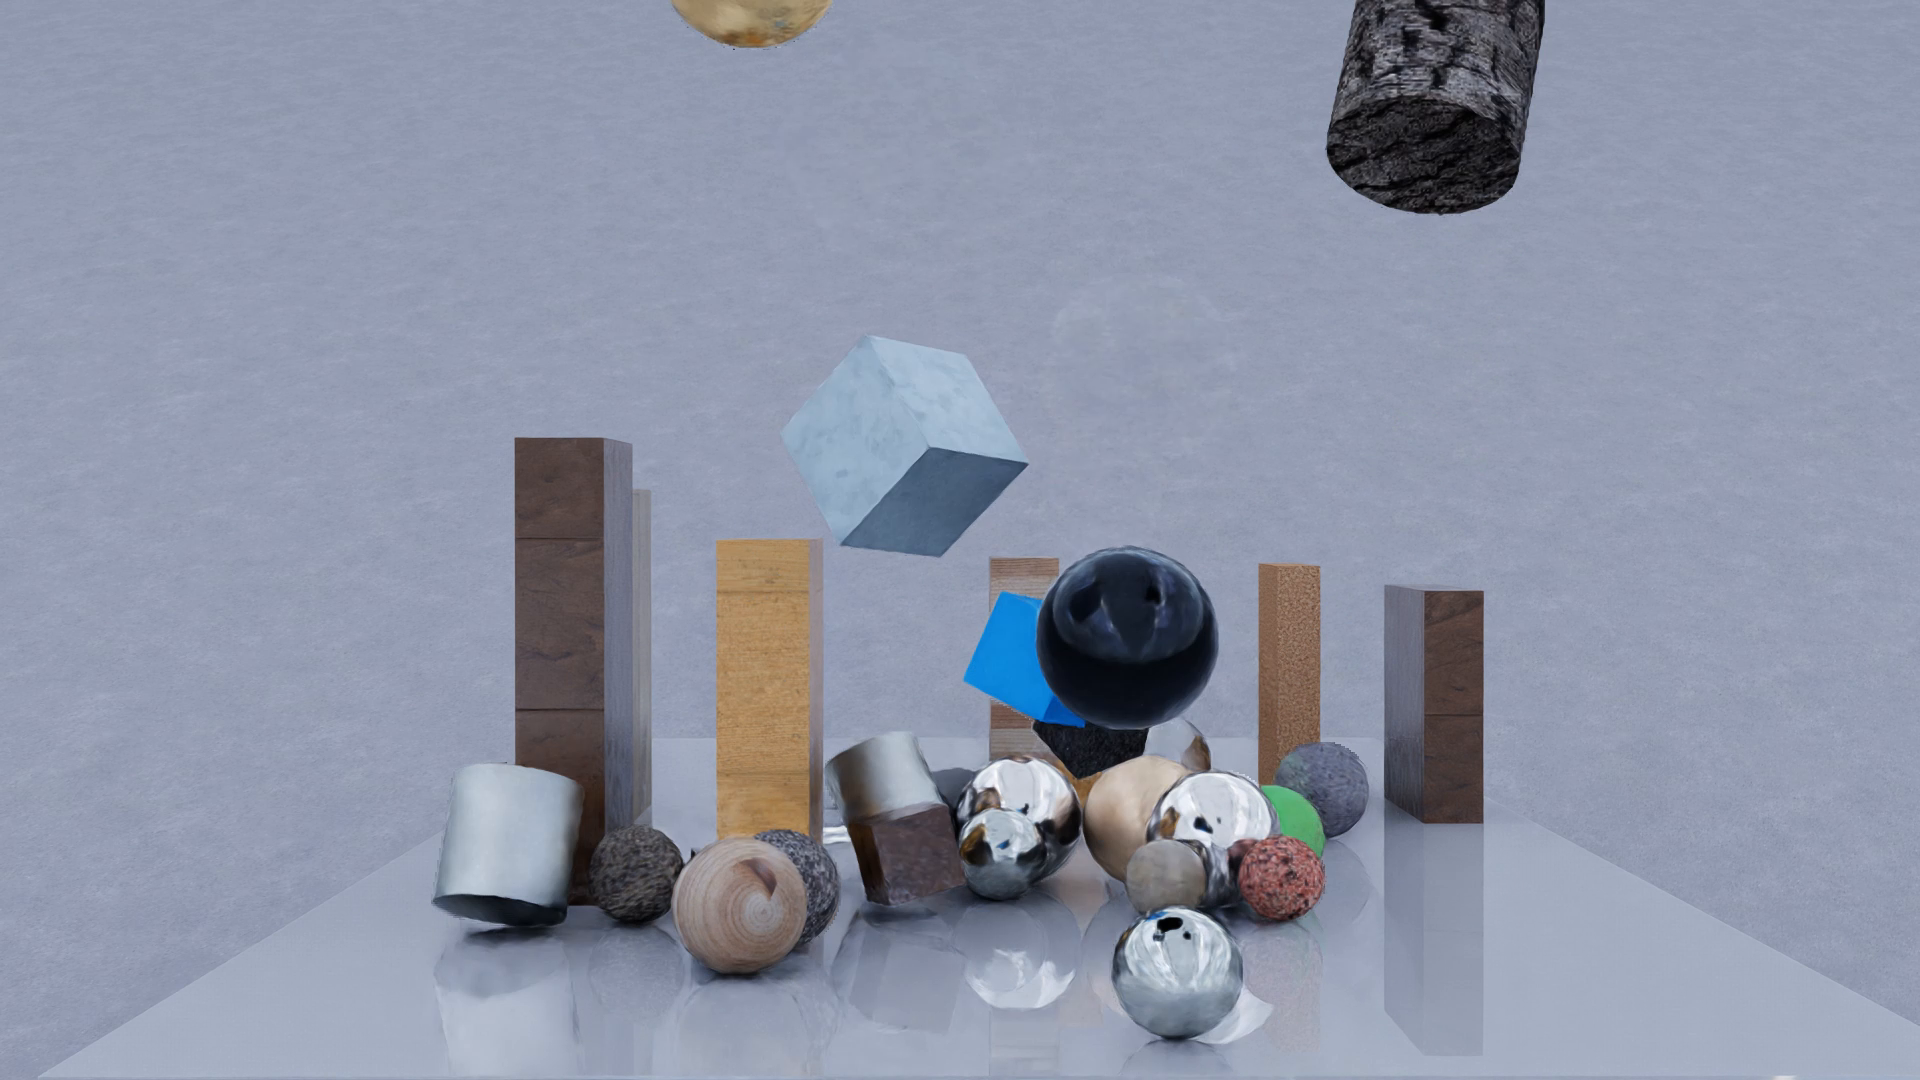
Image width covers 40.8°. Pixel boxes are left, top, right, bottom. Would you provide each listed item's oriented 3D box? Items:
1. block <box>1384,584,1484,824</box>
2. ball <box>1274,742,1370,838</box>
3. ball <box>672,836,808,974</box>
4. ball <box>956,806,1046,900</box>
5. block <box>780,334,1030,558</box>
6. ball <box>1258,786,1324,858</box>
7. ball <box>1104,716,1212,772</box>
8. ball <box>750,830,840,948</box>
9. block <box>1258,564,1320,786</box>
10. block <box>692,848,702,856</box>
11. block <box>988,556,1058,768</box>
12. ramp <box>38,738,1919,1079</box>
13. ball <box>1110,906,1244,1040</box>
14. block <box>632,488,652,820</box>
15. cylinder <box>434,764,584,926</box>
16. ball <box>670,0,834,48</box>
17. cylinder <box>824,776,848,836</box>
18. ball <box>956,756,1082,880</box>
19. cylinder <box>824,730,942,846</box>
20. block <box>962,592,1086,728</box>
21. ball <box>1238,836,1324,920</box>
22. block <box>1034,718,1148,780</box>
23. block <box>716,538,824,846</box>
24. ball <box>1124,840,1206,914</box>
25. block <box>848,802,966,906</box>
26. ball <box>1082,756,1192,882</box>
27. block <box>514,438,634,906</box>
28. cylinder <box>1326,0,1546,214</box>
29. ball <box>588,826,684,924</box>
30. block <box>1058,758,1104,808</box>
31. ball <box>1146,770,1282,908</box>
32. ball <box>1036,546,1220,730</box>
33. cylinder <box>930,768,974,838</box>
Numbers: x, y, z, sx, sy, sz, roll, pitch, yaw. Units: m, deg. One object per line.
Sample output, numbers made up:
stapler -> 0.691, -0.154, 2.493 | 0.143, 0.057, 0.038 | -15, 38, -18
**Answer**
block -> 0.911, 0.306, 4.989 | 0.110, 0.430, 0.446 | 0, 1, 0
ball -> 0.636, 0.441, 4.553 | 0.168, 0.168, 0.168 | 0, 28, 0
ball -> -0.273, 0.453, 3.205 | 0.169, 0.169, 0.169 | 0, 28, 0
ball -> 0.060, 0.464, 3.824 | 0.137, 0.137, 0.137 | 0, 28, 0
block -> -0.059, -0.096, 2.709 | 0.154, 0.154, 0.154 | 7, 45, -48
ball -> 0.472, 0.452, 3.917 | 0.159, 0.159, 0.159 | 0, 28, 0
ball -> 0.370, 0.421, 4.839 | 0.203, 0.203, 0.203 | 0, 28, 0
ball -> -0.235, 0.456, 3.380 | 0.156, 0.156, 0.156 | 0, 28, 0
block -> 0.655, 0.284, 5.152 | 0.083, 0.470, 0.316 | 0, 1, 0
block -> -0.304, 0.477, 3.501 | 0.109, 0.109, 0.109 | 0, 0, -11
block -> 0.106, 0.278, 4.358 | 0.111, 0.498, 0.272 | 0, 1, 0
ramp -> 0.064, 0.575, 4.618 | 2.000, 0.100, 4.000 | 0, 1, 0
ball -> 0.236, 0.469, 2.808 | 0.144, 0.144, 0.144 | 0, 28, 0
block -> -0.662, 0.213, 4.919 | 0.109, 0.619, 0.345 | 0, 1, 0
cylinder -> -0.614, 0.418, 3.527 | 0.179, 0.179, 0.179 | 3, 69, 6
ball -> -0.222, -0.624, 2.742 | 0.202, 0.202, 0.202 | 0, 28, 0
cylinder -> -0.230, 0.471, 4.591 | 0.108, 0.108, 0.108 | 0, 27, -17
ball -> 0.091, 0.432, 3.998 | 0.197, 0.197, 0.197 | 0, 28, 0
cylinder -> -0.114, 0.402, 4.029 | 0.155, 0.155, 0.155 | -14, 69, -24
block -> 0.100, 0.144, 3.105 | 0.117, 0.117, 0.117 | 26, 6, 28
ball -> 0.450, 0.474, 3.624 | 0.119, 0.119, 0.119 | 0, 28, 0
block -> 0.176, 0.229, 3.417 | 0.107, 0.107, 0.107 | -18, 46, -28
block -> -0.272, 0.266, 3.746 | 0.128, 0.535, 0.364 | 0, 1, 0
ball -> 0.287, 0.476, 3.613 | 0.115, 0.115, 0.115 | 0, 28, 0
block -> -0.075, 0.444, 3.666 | 0.115, 0.115, 0.115 | -14, 1, -19
ball -> 0.288, 0.430, 3.945 | 0.202, 0.202, 0.202 | 0, 28, 0
block -> -0.583, 0.190, 3.924 | 0.130, 0.682, 0.330 | 0, 1, 0
cylinder -> 0.464, -0.447, 2.516 | 0.185, 0.185, 0.185 | 8, 64, 14
ball -> -0.451, 0.466, 3.604 | 0.136, 0.136, 0.136 | 0, 28, 0
block -> 0.224, 0.307, 5.184 | 0.109, 0.426, 0.329 | 0, 1, 0
ball -> 0.369, 0.433, 3.754 | 0.198, 0.198, 0.198 | 0, 28, 0
ball -> 0.184, 0.108, 2.842 | 0.203, 0.203, 0.203 | 0, 28, 0
cylinder -> -0.038, 0.452, 4.177 | 0.154, 0.154, 0.154 | 17, 9, 28
